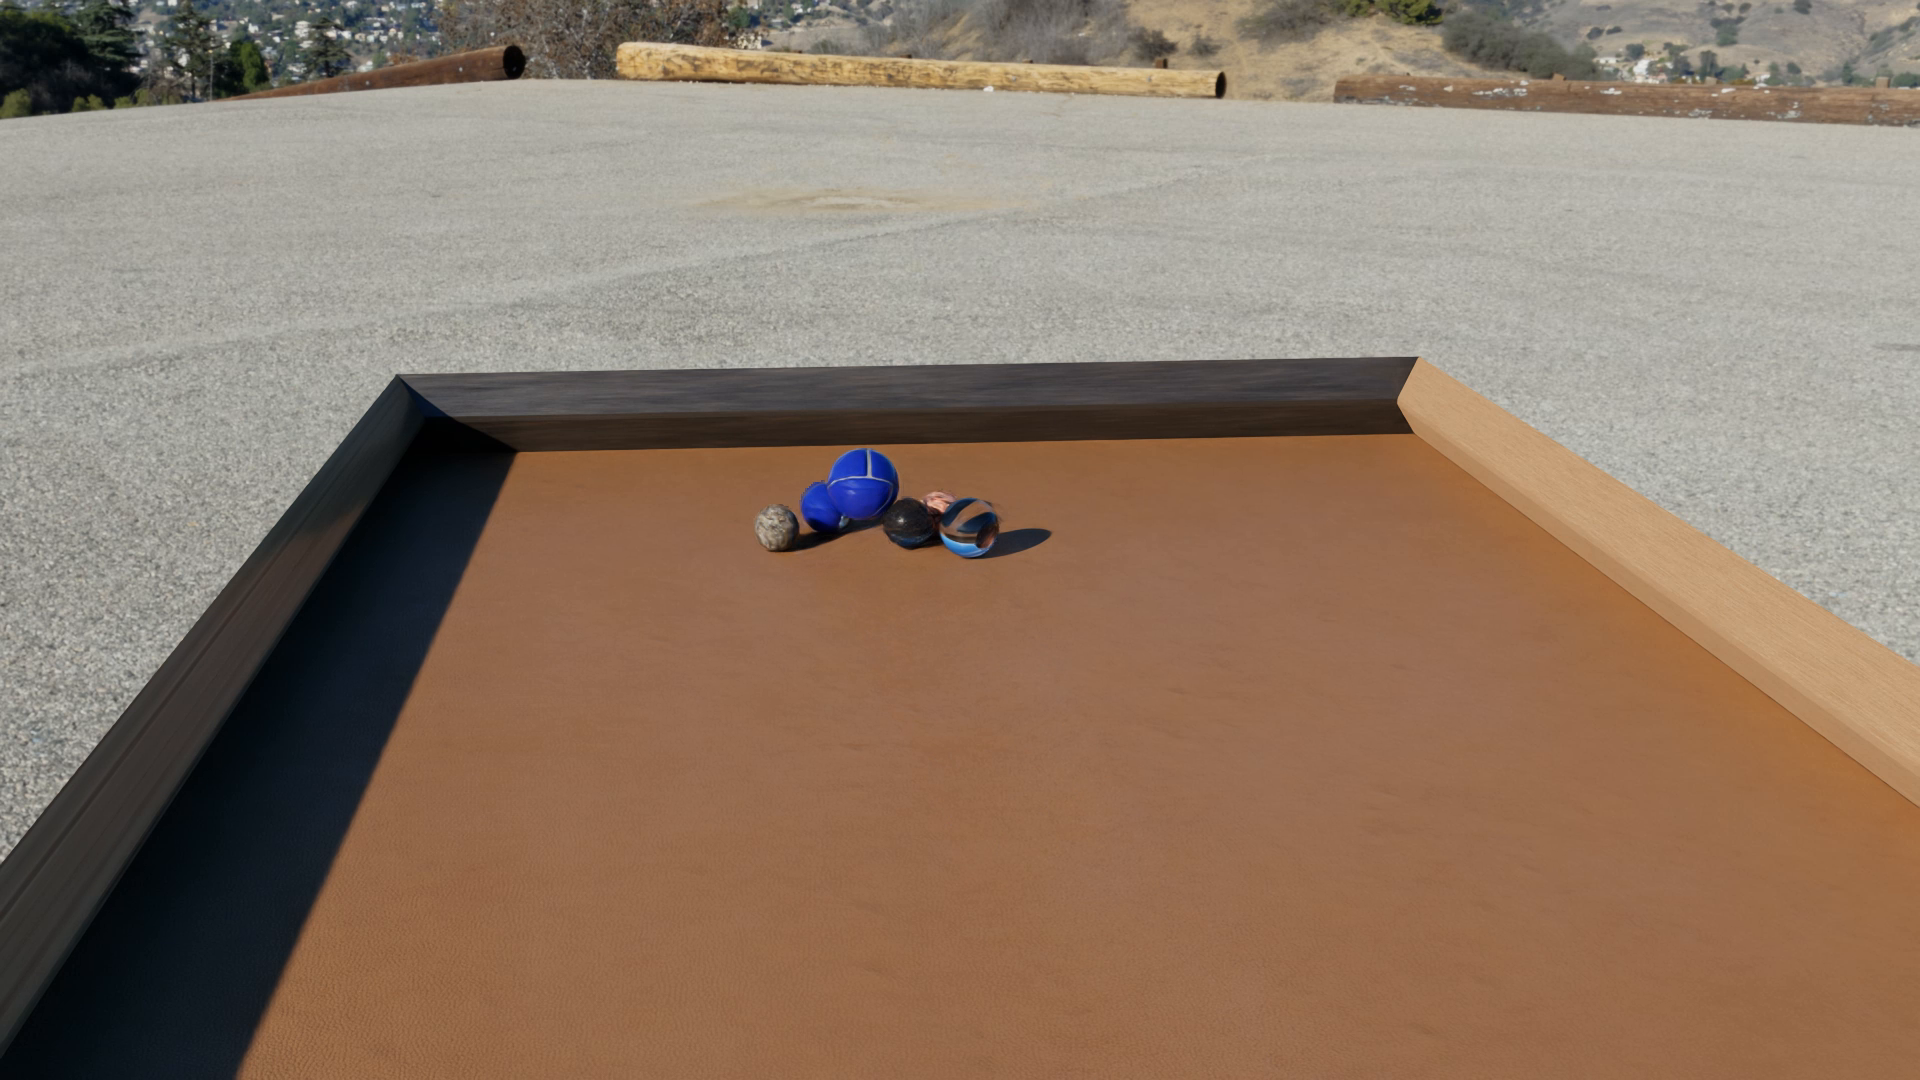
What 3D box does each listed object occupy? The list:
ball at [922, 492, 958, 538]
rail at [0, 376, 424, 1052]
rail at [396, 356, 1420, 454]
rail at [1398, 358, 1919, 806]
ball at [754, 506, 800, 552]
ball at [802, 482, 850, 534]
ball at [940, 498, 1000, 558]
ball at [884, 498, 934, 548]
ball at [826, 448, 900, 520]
[{"bbox_3d":[-0.025,-0.033,2.812,0.059,0.059,0.059,0,15,0],"label":"ball"},{"bbox_3d":[-0.683,0.168,1.959,0.045,0.119,2.708,-1,15,-5],"label":"rail"},{"bbox_3d":[-0.060,-0.199,3.303,1.546,0.119,0.045,-1,15,-5],"label":"rail"},{"bbox_3d":[0.809,0.131,2.092,0.045,0.119,2.708,-1,15,-5],"label":"rail"},{"bbox_3d":[-0.229,-0.014,2.747,0.057,0.057,0.057,0,15,0],"label":"ball"},{"bbox_3d":[-0.171,-0.041,2.830,0.065,0.065,0.065,0,15,0],"label":"ball"},{"bbox_3d":[0.012,-0.015,2.718,0.075,0.075,0.075,0,15,0],"label":"ball"},{"bbox_3d":[-0.064,-0.021,2.763,0.062,0.062,0.062,0,15,0],"label":"ball"},{"bbox_3d":[-0.122,-0.070,2.776,0.092,0.092,0.092,0,15,0],"label":"ball"}]
